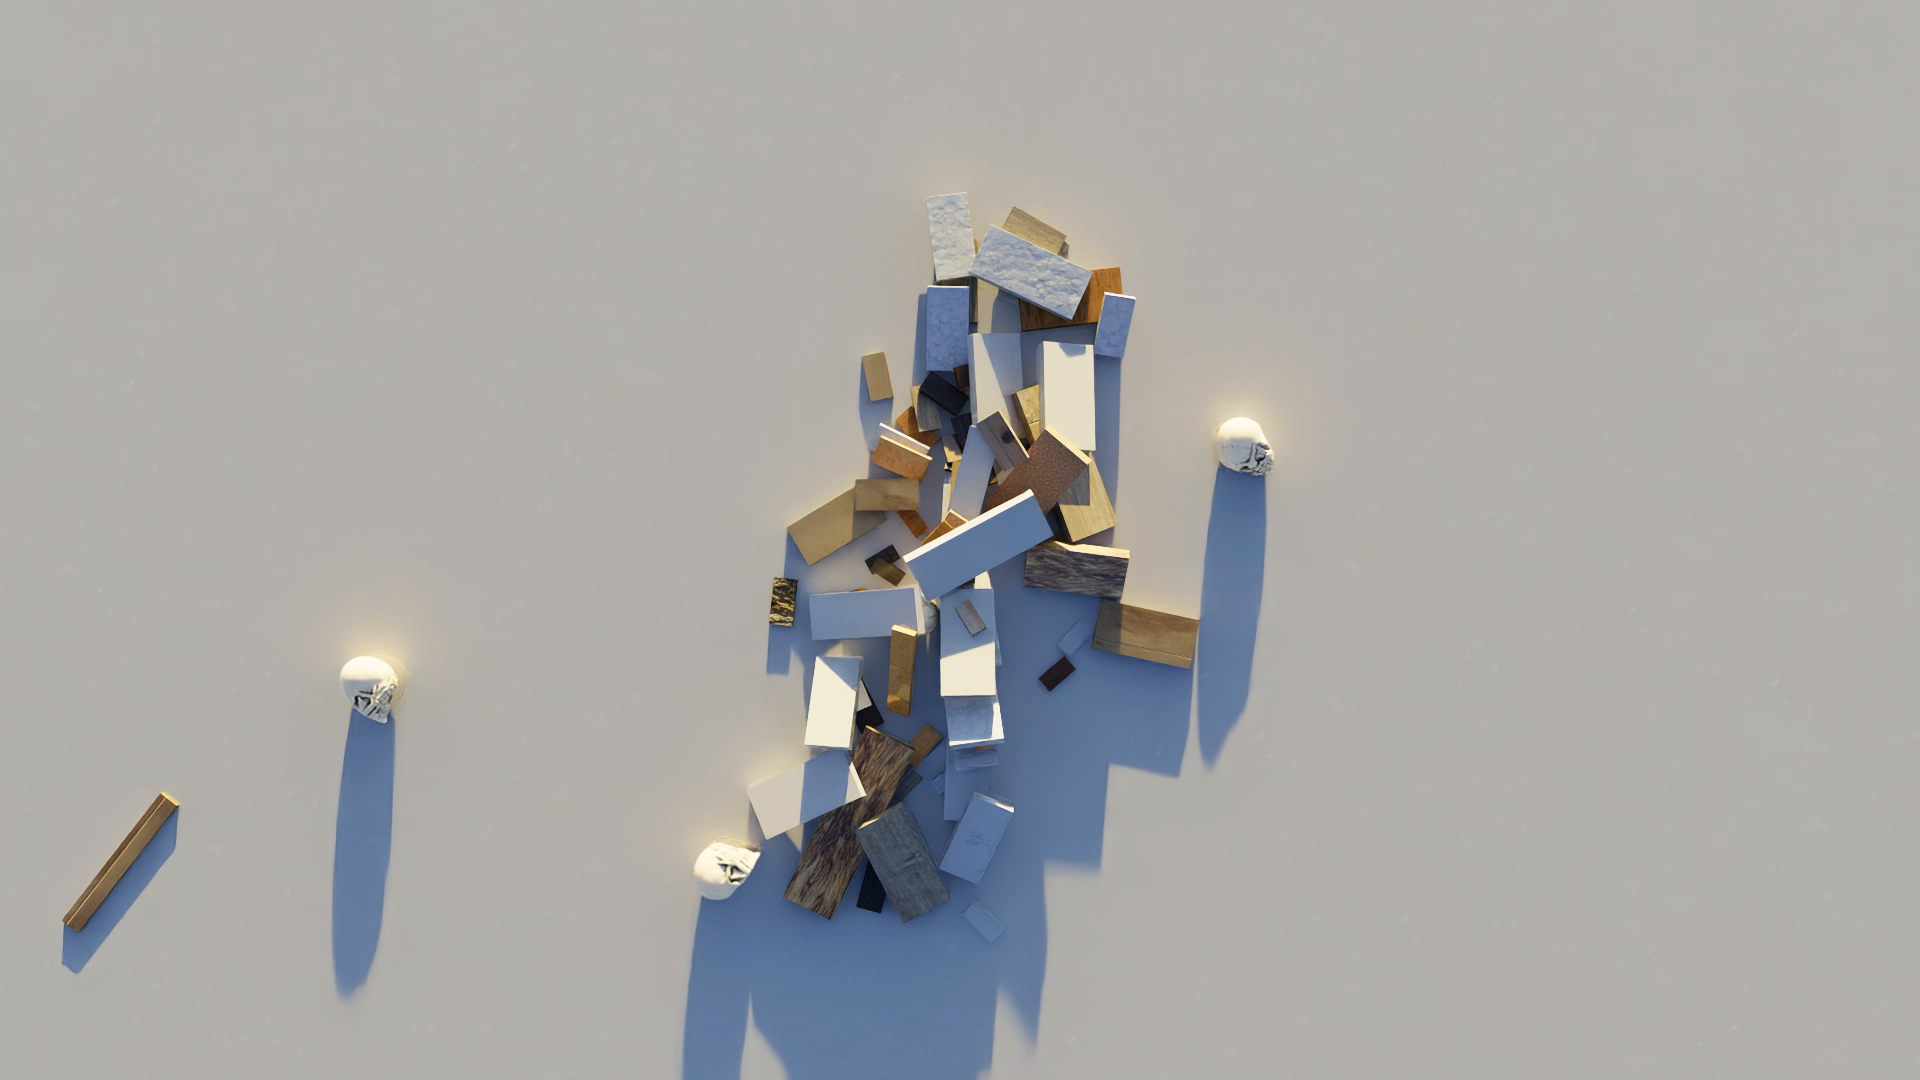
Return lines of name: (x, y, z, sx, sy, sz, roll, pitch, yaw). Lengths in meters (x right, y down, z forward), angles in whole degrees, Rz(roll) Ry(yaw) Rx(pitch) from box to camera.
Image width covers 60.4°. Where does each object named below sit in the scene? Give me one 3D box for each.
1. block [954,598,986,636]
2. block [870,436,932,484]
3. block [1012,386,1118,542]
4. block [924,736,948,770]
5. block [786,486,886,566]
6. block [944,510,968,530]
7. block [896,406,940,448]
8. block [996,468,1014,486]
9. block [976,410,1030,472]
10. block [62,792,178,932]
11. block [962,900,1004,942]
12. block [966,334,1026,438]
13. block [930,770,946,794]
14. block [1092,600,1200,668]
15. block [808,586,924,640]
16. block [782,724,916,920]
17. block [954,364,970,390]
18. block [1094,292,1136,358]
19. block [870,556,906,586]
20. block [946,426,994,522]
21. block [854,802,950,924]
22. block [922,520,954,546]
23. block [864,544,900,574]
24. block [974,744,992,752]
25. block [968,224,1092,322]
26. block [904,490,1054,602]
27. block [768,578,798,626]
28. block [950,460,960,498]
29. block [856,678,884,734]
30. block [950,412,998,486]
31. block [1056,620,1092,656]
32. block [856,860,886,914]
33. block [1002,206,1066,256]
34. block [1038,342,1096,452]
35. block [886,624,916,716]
block: (0.034, 0.251, 5.347, 0.055, 0.016, 0.110, -31, 76, -6)
block: (-0.194, -0.266, 5.457, 0.181, 0.026, 0.090, 25, 109, 1)
block: (0.346, -0.264, 5.445, 0.176, 0.050, 0.523, -21, 90, -21)
block: (-0.061, 0.710, 5.493, 0.052, 0.015, 0.104, 45, 90, 0)
block: (-0.410, -0.054, 5.479, 0.298, 0.042, 0.149, -31, 90, 0)
block: (-0.046, 0.016, 5.365, 0.104, 0.029, 0.208, 33, 102, -5)
block: (-0.141, -0.368, 5.490, 0.073, 0.021, 0.146, -41, 90, 0)
block: (0.185, -0.169, 5.468, 0.075, 0.021, 0.149, -36, 90, 0)
block: (0.137, -0.320, 5.315, 0.090, 0.026, 0.181, -30, 95, 18)
block: (-2.795, 1.074, 5.490, 0.068, 0.019, 0.537, 38, 90, 0)
block: (0.077, 1.269, 5.490, 0.135, 0.019, 0.068, 45, 90, 0)
block: (0.120, -0.508, 5.443, 0.171, 0.048, 0.342, -4, 90, -24)
block: (-0.040, 0.794, 5.493, 0.104, 0.015, 0.052, -35, 90, 0)
block: (0.615, 0.312, 5.477, 0.329, 0.047, 0.165, 12, 90, 0)
block: (-0.307, 0.241, 5.381, 0.410, 0.042, 0.149, -5, 90, 29)
block: (-0.367, 0.935, 5.462, 0.179, 0.051, 0.627, 26, 92, -1)
block: (0.054, -0.552, 5.459, 0.146, 0.021, 0.073, -17, 99, -21)
block: (0.508, -0.709, 5.444, 0.101, 0.029, 0.203, 8, 112, -6)
block: (-0.241, 0.103, 5.480, 0.110, 0.016, 0.055, 34, 95, -11)
block: (0.033, -0.172, 5.372, 0.104, 0.029, 0.390, 15, 97, -1)
block: (-0.191, 1.065, 5.438, 0.179, 0.051, 0.358, -27, 100, -5)
block: (-0.069, -0.007, 5.338, 0.054, 0.015, 0.109, 42, 102, -7)
block: (-0.258, 0.065, 5.492, 0.109, 0.015, 0.054, -30, 90, 0)
block: (0.046, 0.599, 5.394, 0.058, 0.016, 0.188, -21, 65, -6)
block: (0.231, -0.876, 5.411, 0.371, 0.048, 0.171, 25, 88, -4)
block: (0.061, 0.019, 5.333, 0.463, 0.047, 0.165, -28, 117, -1)
block: (-0.588, 0.205, 5.489, 0.077, 0.022, 0.155, 6, 90, 0)
block: (0.008, -0.180, 5.411, 0.076, 0.022, 0.153, 5, 86, 1)
block: (-0.329, 0.550, 5.488, 0.086, 0.024, 0.171, -27, 90, 0)
block: (0.048, -0.296, 5.460, 0.076, 0.022, 0.253, -19, 79, -8)
block: (0.382, 0.326, 5.492, 0.058, 0.016, 0.115, 43, 90, 0)
block: (-0.282, 1.147, 5.488, 0.086, 0.024, 0.171, 15, 90, 0)
block: (0.241, -1.009, 5.457, 0.203, 0.029, 0.101, 29, 90, 0)
block: (0.350, -0.469, 5.421, 0.176, 0.050, 0.353, 2, 82, -19)
block: (-0.191, 0.429, 5.371, 0.077, 0.022, 0.359, 17, 130, 15)
